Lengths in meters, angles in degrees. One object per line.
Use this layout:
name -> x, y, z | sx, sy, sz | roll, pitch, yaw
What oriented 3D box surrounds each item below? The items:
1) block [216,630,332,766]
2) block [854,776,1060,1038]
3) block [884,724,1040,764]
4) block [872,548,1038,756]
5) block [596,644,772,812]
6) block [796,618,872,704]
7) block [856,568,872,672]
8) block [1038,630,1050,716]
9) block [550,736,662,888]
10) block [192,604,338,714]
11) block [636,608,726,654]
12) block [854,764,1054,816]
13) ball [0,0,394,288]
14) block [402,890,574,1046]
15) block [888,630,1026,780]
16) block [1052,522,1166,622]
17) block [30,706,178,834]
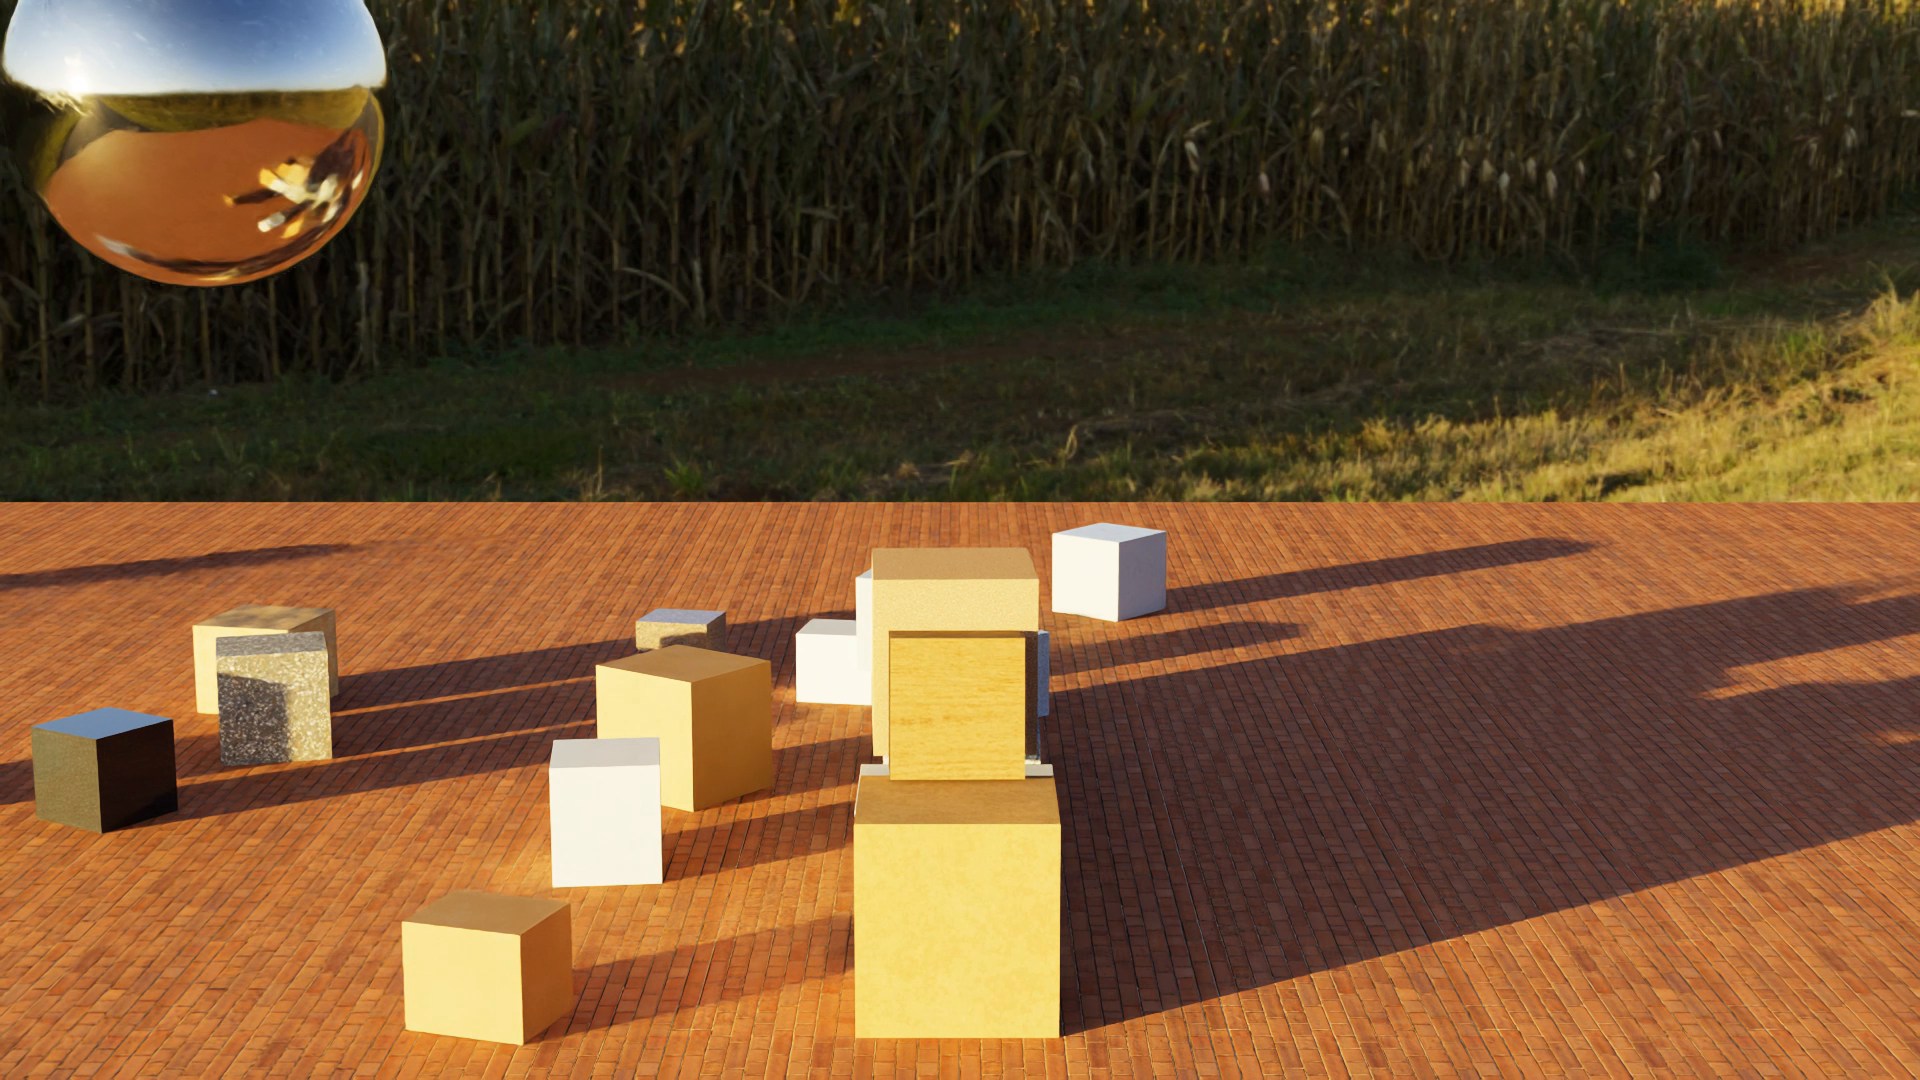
block -> -3.594, 0.824, 13.427 | 0.553, 0.575, 0.497 | -3, 11, -16
block -> -0.010, 1.376, 9.717 | 0.751, 0.817, 0.660 | 0, 10, 0
block -> 0.008, 1.140, 11.116 | 0.655, 0.781, 0.759 | 0, 10, 0
block -> -0.032, 0.453, 10.677 | 0.663, 0.725, 0.703 | 0, 10, -2
block -> -1.363, 0.921, 12.717 | 0.629, 0.639, 0.585 | 8, 13, 36
block -> -0.676, 0.693, 14.652 | 0.431, 0.394, 0.410 | 2, 10, 10
block -> -0.117, 0.368, 12.552 | 0.592, 0.466, 0.568 | 6, 15, 22
block -> 0.208, 0.732, 14.235 | 0.398, 0.467, 0.418 | -8, 13, -39
block -> -1.572, 1.206, 11.435 | 0.475, 0.536, 0.490 | -1, 10, -6
block -> -3.903, 0.677, 14.453 | 0.568, 0.497, 0.584 | 2, 11, 12
block -> -1.647, 0.620, 15.197 | 0.432, 0.343, 0.380 | 2, 11, 12
block -> -0.014, 1.325, 10.399 | 0.794, 0.672, 0.680 | 0, 10, 0
ball -> -3.213, -1.871, 10.840 | 1.600, 1.600, 1.600 | 0, 10, 0
block -> -1.766, 1.595, 9.617 | 0.488, 0.421, 0.401 | 3, 11, 18
block -> -0.019, 0.641, 10.076 | 0.516, 0.542, 0.473 | 0, 2, -3
block -> 0.989, 0.206, 16.973 | 0.531, 0.522, 0.543 | 8, 13, 39
block -> -4.091, 1.094, 12.276 | 0.459, 0.455, 0.457 | 6, 12, 31
